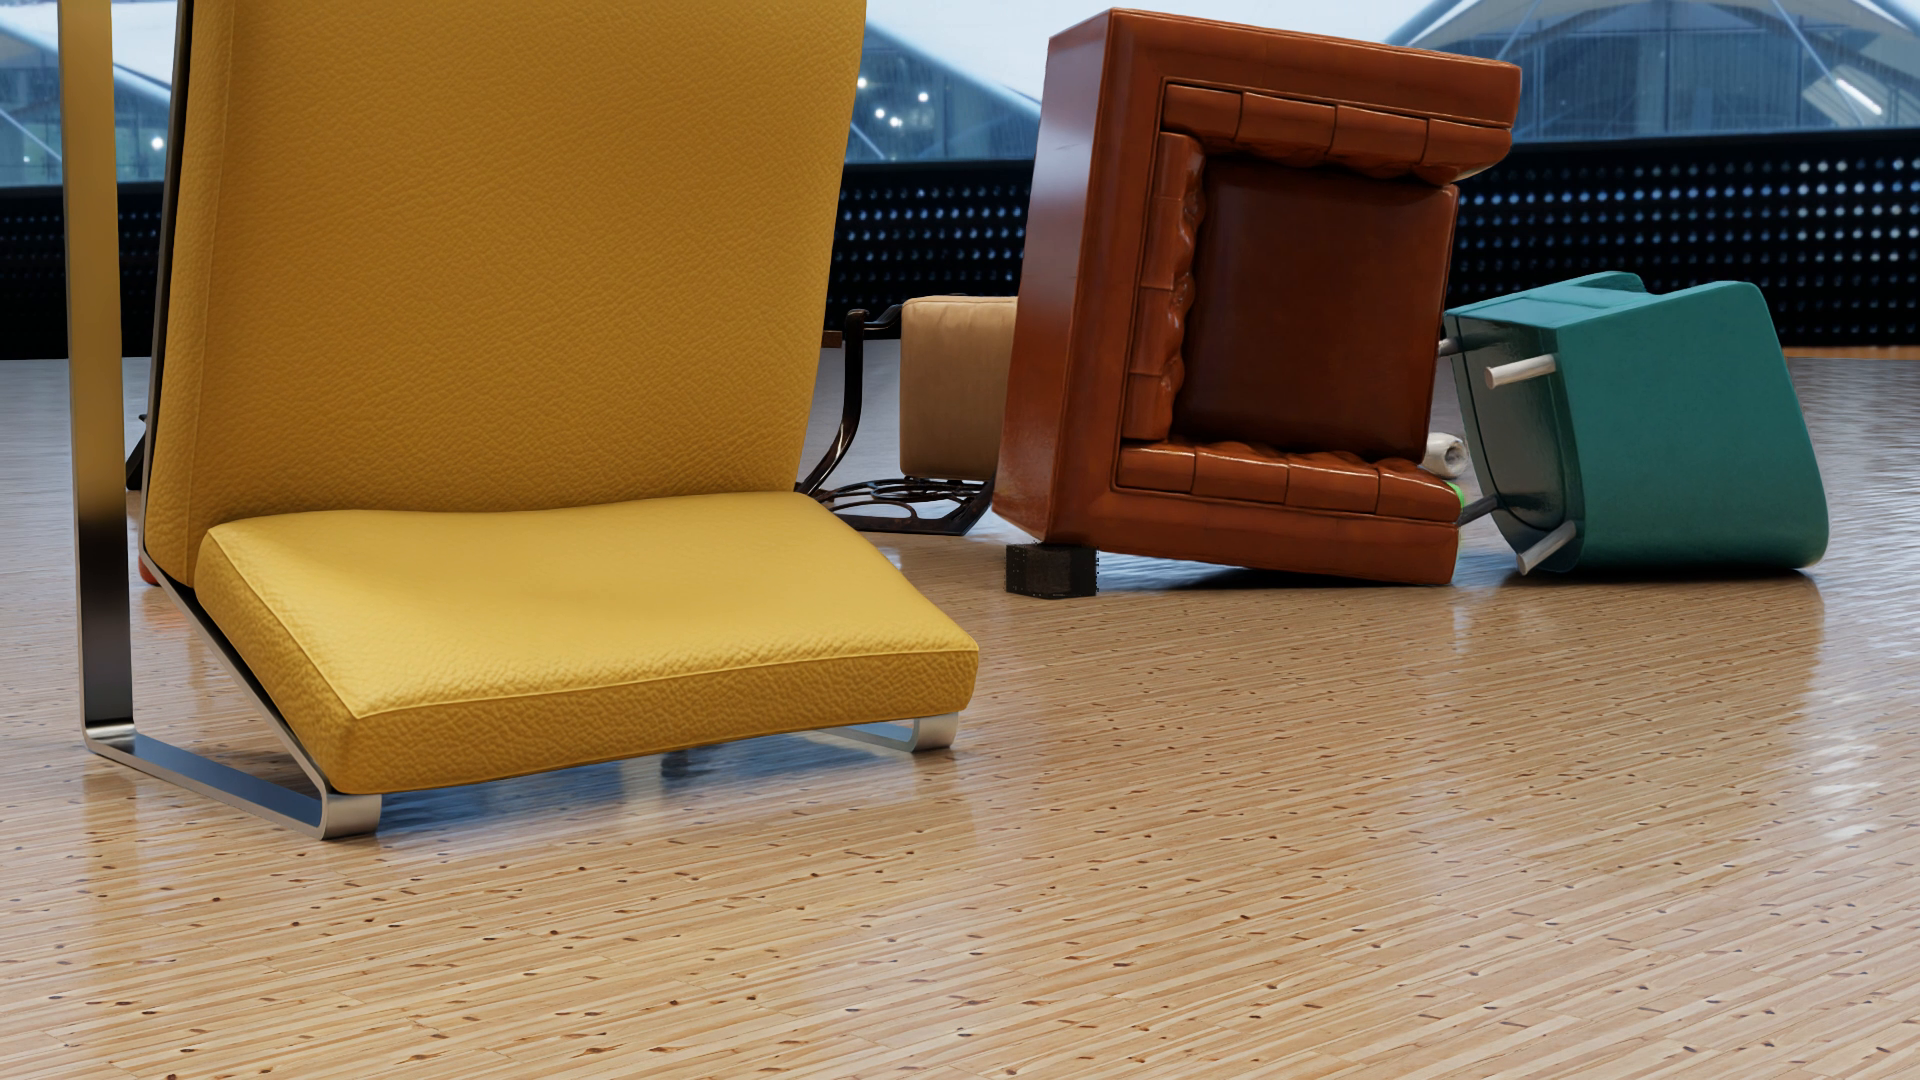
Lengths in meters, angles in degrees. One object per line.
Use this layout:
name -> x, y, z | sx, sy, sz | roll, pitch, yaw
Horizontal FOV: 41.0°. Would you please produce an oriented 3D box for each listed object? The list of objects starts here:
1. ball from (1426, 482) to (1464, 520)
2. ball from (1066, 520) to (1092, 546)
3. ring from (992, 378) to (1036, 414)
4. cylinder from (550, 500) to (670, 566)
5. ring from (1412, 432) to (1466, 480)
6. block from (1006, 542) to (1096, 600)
ball -> 1.307, -0.103, 6.911 | 0.104, 0.104, 0.104 | 0, 6, 0
ball -> 0.291, -0.018, 6.269 | 0.066, 0.066, 0.066 | 0, 6, 0
ring -> 0.254, -0.682, 12.195 | 0.109, 0.233, 0.122 | 53, -2, 37
cylinder -> -0.800, -0.017, 5.881 | 0.159, 0.143, 0.256 | 3, 7, 27
ring -> 1.545, -0.269, 8.275 | 0.128, 0.155, 0.190 | 3, -4, 45
block -> 0.188, 0.063, 5.319 | 0.118, 0.098, 0.157 | -4, 7, -32
